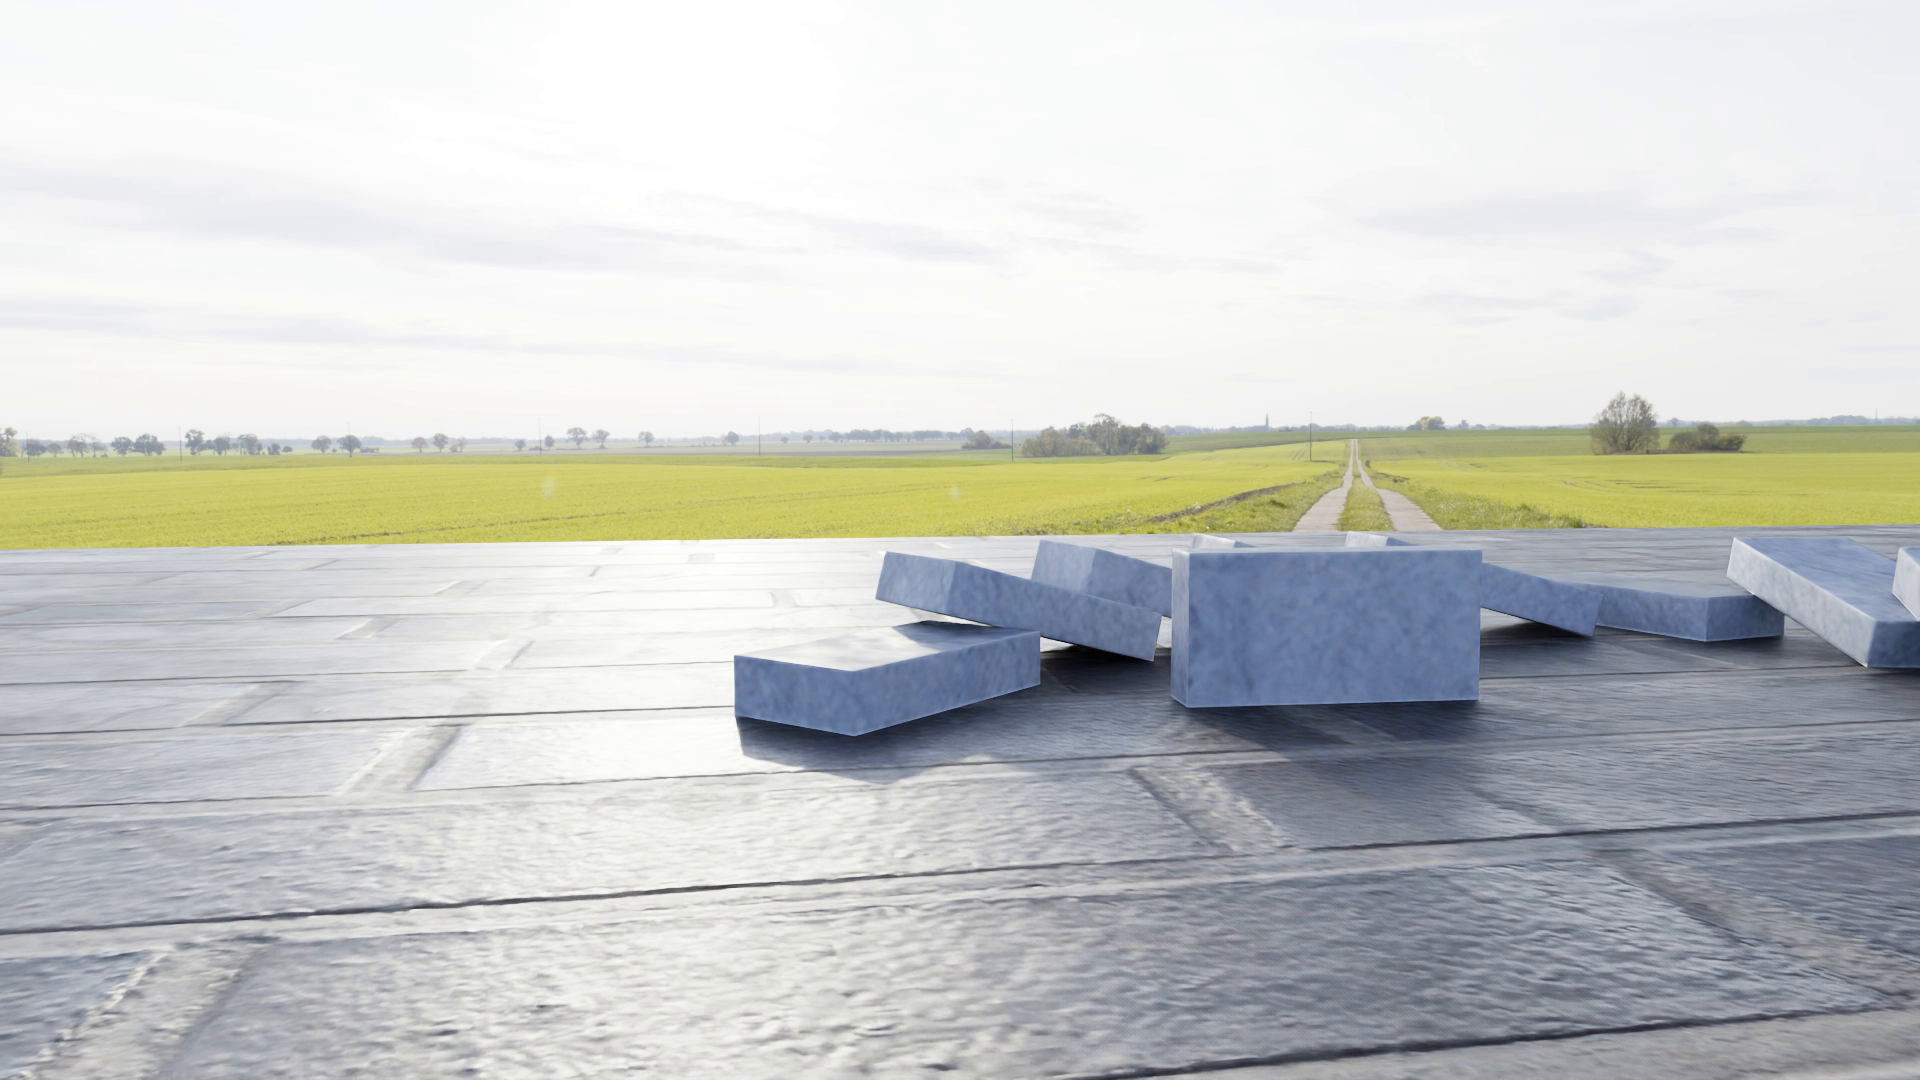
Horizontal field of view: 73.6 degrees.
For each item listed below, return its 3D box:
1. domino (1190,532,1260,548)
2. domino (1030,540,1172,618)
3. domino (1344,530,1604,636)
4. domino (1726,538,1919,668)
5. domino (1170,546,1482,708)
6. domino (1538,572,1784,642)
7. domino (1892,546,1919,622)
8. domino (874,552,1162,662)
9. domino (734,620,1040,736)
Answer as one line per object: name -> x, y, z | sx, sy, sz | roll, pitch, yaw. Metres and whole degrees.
domino -> 0.078, 0.010, 0.287 | 0.050, 0.009, 0.025 | 15, 2, -11
domino -> 0.043, 0.011, 0.271 | 0.050, 0.009, 0.025 | 15, -2, -23
domino -> 0.115, 0.009, 0.292 | 0.050, 0.010, 0.025 | 15, 3, -3
domino -> 0.186, 0.012, 0.266 | 0.025, 0.010, 0.050 | 0, 18, 2
domino -> 0.061, 0.014, 0.214 | 0.050, 0.025, 0.010 | -1, 4, -8
domino -> 0.162, 0.015, 0.304 | 0.025, 0.009, 0.050 | -2, 5, -23
domino -> 0.189, 0.014, 0.227 | 0.025, 0.009, 0.050 | 1, 20, 19
domino -> 0.012, 0.013, 0.248 | 0.050, 0.010, 0.025 | 15, -5, -33
domino -> -0.011, 0.022, 0.214 | 0.025, 0.009, 0.050 | 3, 5, 36
